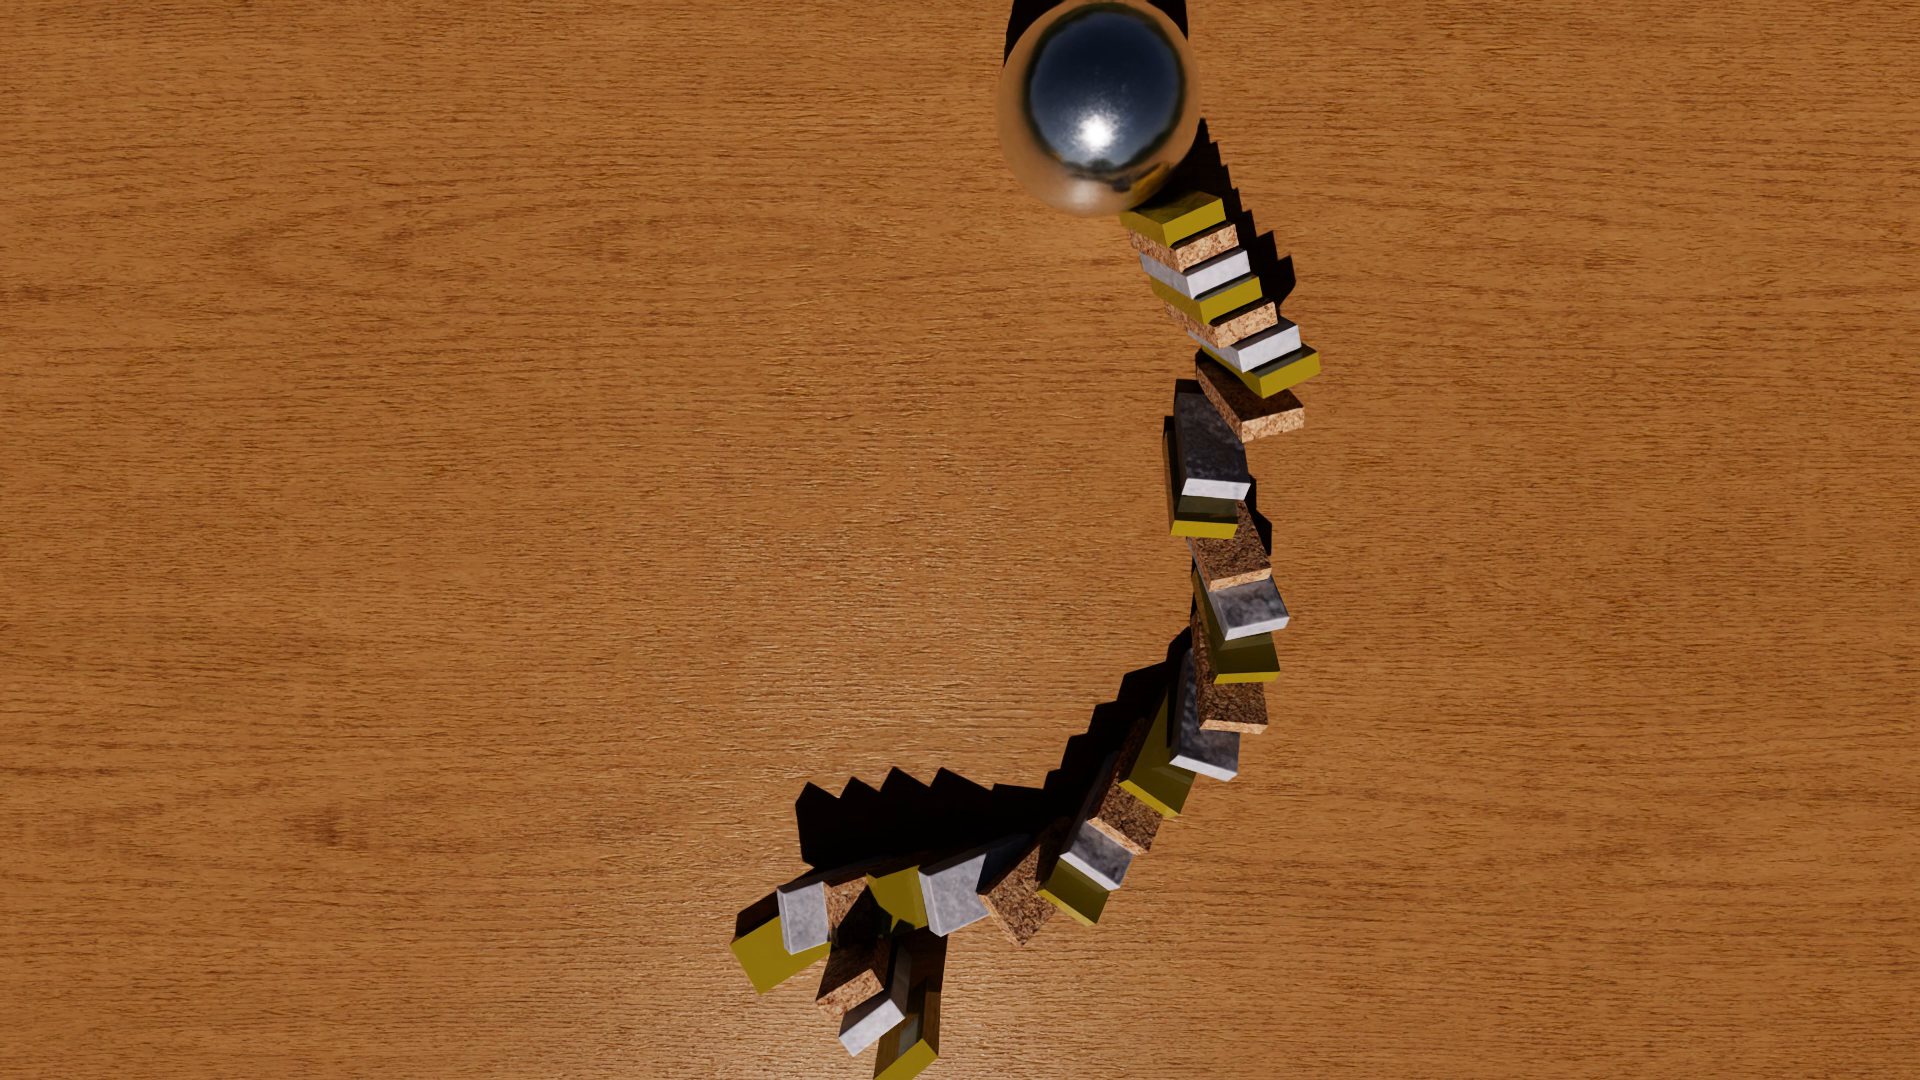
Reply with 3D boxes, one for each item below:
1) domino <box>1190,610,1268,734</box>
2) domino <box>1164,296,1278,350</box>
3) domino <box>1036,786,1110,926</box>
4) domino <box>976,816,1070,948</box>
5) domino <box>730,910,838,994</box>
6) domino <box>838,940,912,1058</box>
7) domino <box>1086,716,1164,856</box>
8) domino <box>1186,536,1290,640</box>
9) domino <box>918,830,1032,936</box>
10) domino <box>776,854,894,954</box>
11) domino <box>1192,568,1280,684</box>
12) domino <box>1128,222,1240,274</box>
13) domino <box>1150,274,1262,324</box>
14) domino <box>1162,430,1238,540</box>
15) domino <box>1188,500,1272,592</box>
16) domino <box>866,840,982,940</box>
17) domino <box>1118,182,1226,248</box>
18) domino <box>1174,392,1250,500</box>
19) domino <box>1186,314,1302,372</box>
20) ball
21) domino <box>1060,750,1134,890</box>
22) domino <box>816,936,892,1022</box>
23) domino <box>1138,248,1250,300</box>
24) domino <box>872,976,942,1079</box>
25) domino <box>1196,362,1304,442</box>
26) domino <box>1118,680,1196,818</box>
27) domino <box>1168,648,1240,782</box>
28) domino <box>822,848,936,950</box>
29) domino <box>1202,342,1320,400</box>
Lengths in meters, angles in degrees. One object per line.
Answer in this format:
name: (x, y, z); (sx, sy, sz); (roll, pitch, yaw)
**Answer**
domino: (0.112, 0.054, 0.382); (0.025, 0.009, 0.050); (6, 57, -2)
domino: (0.106, -0.095, 0.376); (0.025, 0.050, 0.010); (-24, 121, 0)
domino: (0.055, 0.131, 0.383); (0.025, 0.010, 0.050); (34, 58, 0)
domino: (0.034, 0.142, 0.383); (0.050, 0.010, 0.025); (-34, 90, -30)
domino: (-0.070, 0.171, 0.395); (0.050, 0.009, 0.025); (-31, 90, 0)
domino: (-0.034, 0.186, 0.375); (0.025, 0.050, 0.009); (-37, 90, 0)
domino: (0.075, 0.102, 0.383); (0.025, 0.010, 0.050); (34, 58, 0)
domino: (0.115, 0.015, 0.382); (0.025, 0.010, 0.050); (-12, 58, -2)
domino: (0.009, 0.143, 0.384); (0.050, 0.009, 0.025); (-11, 90, -29)
domino: (-0.050, 0.151, 0.384); (0.050, 0.010, 0.025); (-7, 90, -30)
domino: (0.114, 0.034, 0.382); (0.025, 0.009, 0.050); (-2, 57, -1)
domino: (0.091, -0.124, 0.376); (0.025, 0.050, 0.009); (-24, 121, 0)
domino: (0.100, -0.104, 0.376); (0.025, 0.050, 0.009); (-24, 121, 0)
domino: (0.099, -0.024, 0.380); (0.025, 0.010, 0.050); (4, 52, 2)
domino: (0.109, -0.005, 0.383); (0.025, 0.010, 0.050); (-13, 59, 0)
domino: (-0.013, 0.146, 0.383); (0.050, 0.009, 0.025); (-7, 90, -30)
domino: (0.086, -0.134, 0.376); (0.025, 0.050, 0.009); (-24, 121, 0)
domino: (0.104, -0.040, 0.381); (0.025, 0.009, 0.050); (5, 52, 1)
domino: (0.115, -0.086, 0.376); (0.025, 0.050, 0.009); (-24, 122, 0)
ball: (0.054, -0.169, 0.360); (0.080, 0.080, 0.080); (0, 90, 0)
domino: (0.064, 0.116, 0.382); (0.025, 0.010, 0.050); (34, 58, 0)
domino: (-0.042, 0.174, 0.375); (0.025, 0.050, 0.010); (-31, 90, 0)
domino: (0.095, -0.114, 0.376); (0.025, 0.050, 0.010); (-24, 121, 0)
domino: (-0.021, 0.202, 0.375); (0.025, 0.050, 0.009); (-40, 90, 0)
domino: (0.119, -0.060, 0.377); (0.025, 0.050, 0.009); (-14, 128, 0)
domino: (0.088, 0.087, 0.383); (0.025, 0.010, 0.050); (34, 59, 0)
domino: (0.103, 0.072, 0.382); (0.025, 0.010, 0.050); (17, 56, -1)
domino: (-0.031, 0.149, 0.384); (0.050, 0.009, 0.025); (-8, 90, -30)
domino: (0.122, -0.076, 0.376); (0.025, 0.050, 0.010); (-24, 124, -1)
